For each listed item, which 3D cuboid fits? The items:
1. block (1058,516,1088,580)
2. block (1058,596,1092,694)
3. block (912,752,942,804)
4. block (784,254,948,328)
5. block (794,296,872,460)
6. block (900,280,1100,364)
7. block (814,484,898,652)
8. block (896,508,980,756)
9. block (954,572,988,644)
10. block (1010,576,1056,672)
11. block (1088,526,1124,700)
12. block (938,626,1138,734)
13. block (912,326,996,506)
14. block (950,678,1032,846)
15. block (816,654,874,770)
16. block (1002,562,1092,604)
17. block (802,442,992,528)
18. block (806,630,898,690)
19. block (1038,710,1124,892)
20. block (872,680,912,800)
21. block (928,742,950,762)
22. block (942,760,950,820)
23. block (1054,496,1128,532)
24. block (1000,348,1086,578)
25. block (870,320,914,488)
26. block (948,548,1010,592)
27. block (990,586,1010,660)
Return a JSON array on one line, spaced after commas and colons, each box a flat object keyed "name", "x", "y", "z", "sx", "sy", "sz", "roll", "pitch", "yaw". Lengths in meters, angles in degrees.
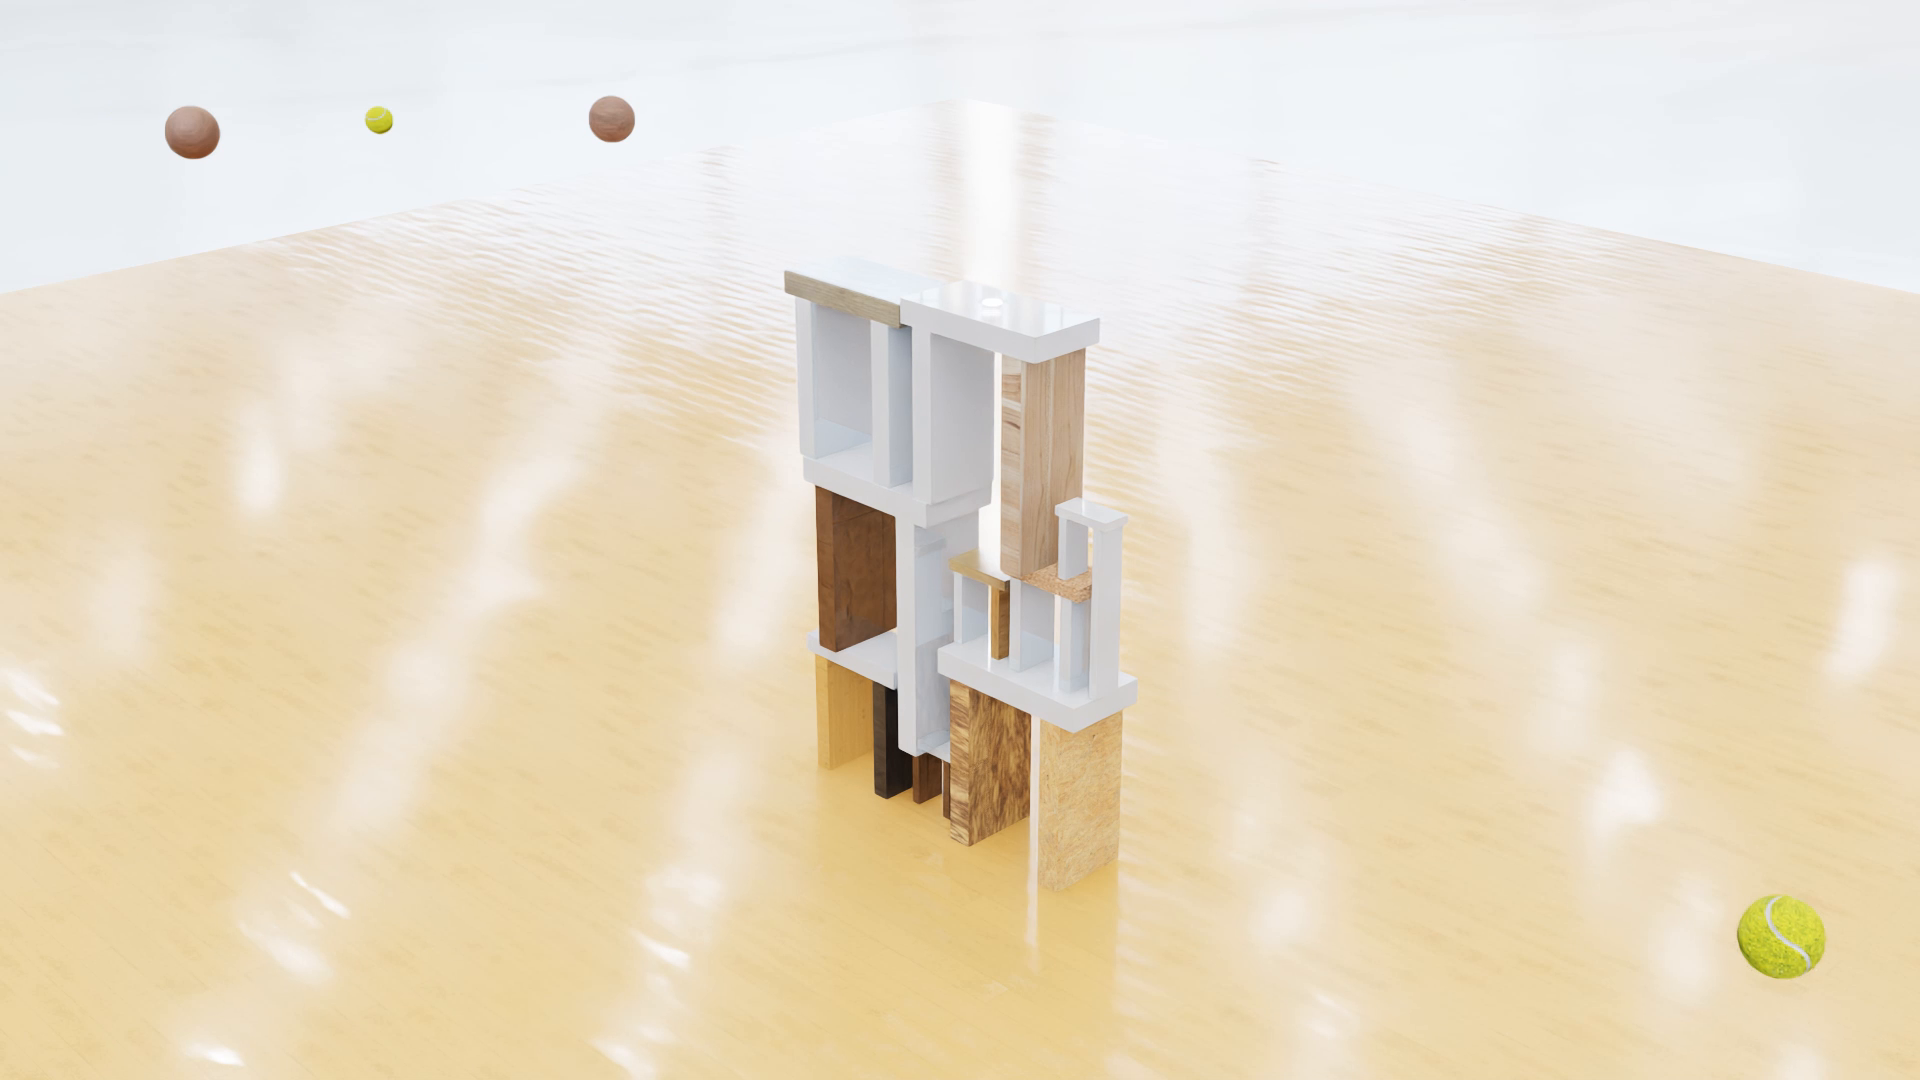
[{"name": "block", "x": 0.206, "y": 0.007, "z": 3.997, "sx": 0.061, "sy": 0.121, "sz": 0.017, "roll": -21, "pitch": 31, "yaw": -40}, {"name": "block", "x": 0.226, "y": 0.180, "z": 4.057, "sx": 0.027, "sy": 0.190, "sz": 0.095, "roll": 21, "pitch": 31, "yaw": 41}, {"name": "block", "x": -0.066, "y": 0.468, "z": 4.490, "sx": 0.019, "sy": 0.131, "sz": 0.066, "roll": 21, "pitch": 31, "yaw": 41}, {"name": "block", "x": -0.168, "y": -0.478, "z": 4.202, "sx": 0.162, "sy": 0.046, "sz": 0.325, "roll": -21, "pitch": 31, "yaw": -40}, {"name": "block", "x": -0.245, "y": -0.337, "z": 4.345, "sx": 0.162, "sy": 0.325, "sz": 0.046, "roll": -21, "pitch": 31, "yaw": -40}, {"name": "block", "x": 0.070, "y": -0.398, "z": 3.976, "sx": 0.338, "sy": 0.048, "sz": 0.169, "roll": 21, "pitch": 31, "yaw": 40}, {"name": "block", "x": -0.207, "y": 0.035, "z": 4.463, "sx": 0.050, "sy": 0.353, "sz": 0.176, "roll": 21, "pitch": 31, "yaw": 41}, {"name": "block", "x": -0.042, "y": 0.169, "z": 4.338, "sx": 0.176, "sy": 0.501, "sz": 0.050, "roll": -21, "pitch": 31, "yaw": -40}, {"name": "block", "x": 0.022, "y": 0.120, "z": 4.251, "sx": 0.074, "sy": 0.149, "sz": 0.021, "roll": -21, "pitch": 31, "yaw": -41}, {"name": "block", "x": 0.136, "y": 0.145, "z": 4.139, "sx": 0.095, "sy": 0.190, "sz": 0.027, "roll": -21, "pitch": 31, "yaw": -41}, {"name": "block", "x": 0.264, "y": 0.129, "z": 3.987, "sx": 0.061, "sy": 0.338, "sz": 0.017, "roll": -21, "pitch": 31, "yaw": -41}, {"name": "block", "x": 0.145, "y": 0.257, "z": 4.182, "sx": 0.355, "sy": 0.050, "sz": 0.177, "roll": 21, "pitch": 31, "yaw": 41}, {"name": "block", "x": -0.011, "y": -0.251, "z": 4.125, "sx": 0.169, "sy": 0.338, "sz": 0.048, "roll": -21, "pitch": 31, "yaw": -40}, {"name": "block", "x": 0.062, "y": 0.411, "z": 4.338, "sx": 0.050, "sy": 0.355, "sz": 0.177, "roll": 21, "pitch": 31, "yaw": 41}, {"name": "block", "x": -0.240, "y": 0.341, "z": 4.623, "sx": 0.037, "sy": 0.261, "sz": 0.131, "roll": 21, "pitch": 31, "yaw": 41}, {"name": "block", "x": 0.181, "y": 0.063, "z": 4.055, "sx": 0.095, "sy": 0.027, "sz": 0.190, "roll": -21, "pitch": 31, "yaw": -41}, {"name": "block", "x": -0.125, "y": -0.118, "z": 4.308, "sx": 0.176, "sy": 0.050, "sz": 0.353, "roll": -21, "pitch": 31, "yaw": -40}, {"name": "block", "x": -0.179, "y": 0.228, "z": 4.508, "sx": 0.261, "sy": 0.037, "sz": 0.130, "roll": 21, "pitch": 31, "yaw": 41}, {"name": "block", "x": 0.229, "y": 0.476, "z": 4.184, "sx": 0.050, "sy": 0.355, "sz": 0.177, "roll": 21, "pitch": 31, "yaw": 41}, {"name": "block", "x": -0.117, "y": 0.389, "z": 4.510, "sx": 0.037, "sy": 0.261, "sz": 0.130, "roll": 21, "pitch": 31, "yaw": 41}, {"name": "block", "x": -0.037, "y": 0.411, "z": 4.432, "sx": 0.066, "sy": 0.019, "sz": 0.131, "roll": -21, "pitch": 31, "yaw": -40}, {"name": "block", "x": -0.004, "y": 0.492, "z": 4.433, "sx": 0.019, "sy": 0.131, "sz": 0.066, "roll": 21, "pitch": 31, "yaw": 41}, {"name": "block", "x": 0.236, "y": -0.046, "z": 3.944, "sx": 0.121, "sy": 0.017, "sz": 0.061, "roll": 21, "pitch": 31, "yaw": 40}, {"name": "block", "x": 0.150, "y": -0.152, "z": 3.994, "sx": 0.169, "sy": 0.418, "sz": 0.048, "roll": -21, "pitch": 31, "yaw": -41}, {"name": "block", "x": -0.092, "y": -0.277, "z": 4.202, "sx": 0.162, "sy": 0.325, "sz": 0.046, "roll": -21, "pitch": 31, "yaw": -40}, {"name": "block", "x": 0.057, "y": 0.056, "z": 4.185, "sx": 0.074, "sy": 0.021, "sz": 0.149, "roll": -21, "pitch": 31, "yaw": -41}, {"name": "block", "x": 0.092, "y": 0.148, "z": 4.186, "sx": 0.021, "sy": 0.149, "sz": 0.074, "roll": 21, "pitch": 31, "yaw": 41}]
